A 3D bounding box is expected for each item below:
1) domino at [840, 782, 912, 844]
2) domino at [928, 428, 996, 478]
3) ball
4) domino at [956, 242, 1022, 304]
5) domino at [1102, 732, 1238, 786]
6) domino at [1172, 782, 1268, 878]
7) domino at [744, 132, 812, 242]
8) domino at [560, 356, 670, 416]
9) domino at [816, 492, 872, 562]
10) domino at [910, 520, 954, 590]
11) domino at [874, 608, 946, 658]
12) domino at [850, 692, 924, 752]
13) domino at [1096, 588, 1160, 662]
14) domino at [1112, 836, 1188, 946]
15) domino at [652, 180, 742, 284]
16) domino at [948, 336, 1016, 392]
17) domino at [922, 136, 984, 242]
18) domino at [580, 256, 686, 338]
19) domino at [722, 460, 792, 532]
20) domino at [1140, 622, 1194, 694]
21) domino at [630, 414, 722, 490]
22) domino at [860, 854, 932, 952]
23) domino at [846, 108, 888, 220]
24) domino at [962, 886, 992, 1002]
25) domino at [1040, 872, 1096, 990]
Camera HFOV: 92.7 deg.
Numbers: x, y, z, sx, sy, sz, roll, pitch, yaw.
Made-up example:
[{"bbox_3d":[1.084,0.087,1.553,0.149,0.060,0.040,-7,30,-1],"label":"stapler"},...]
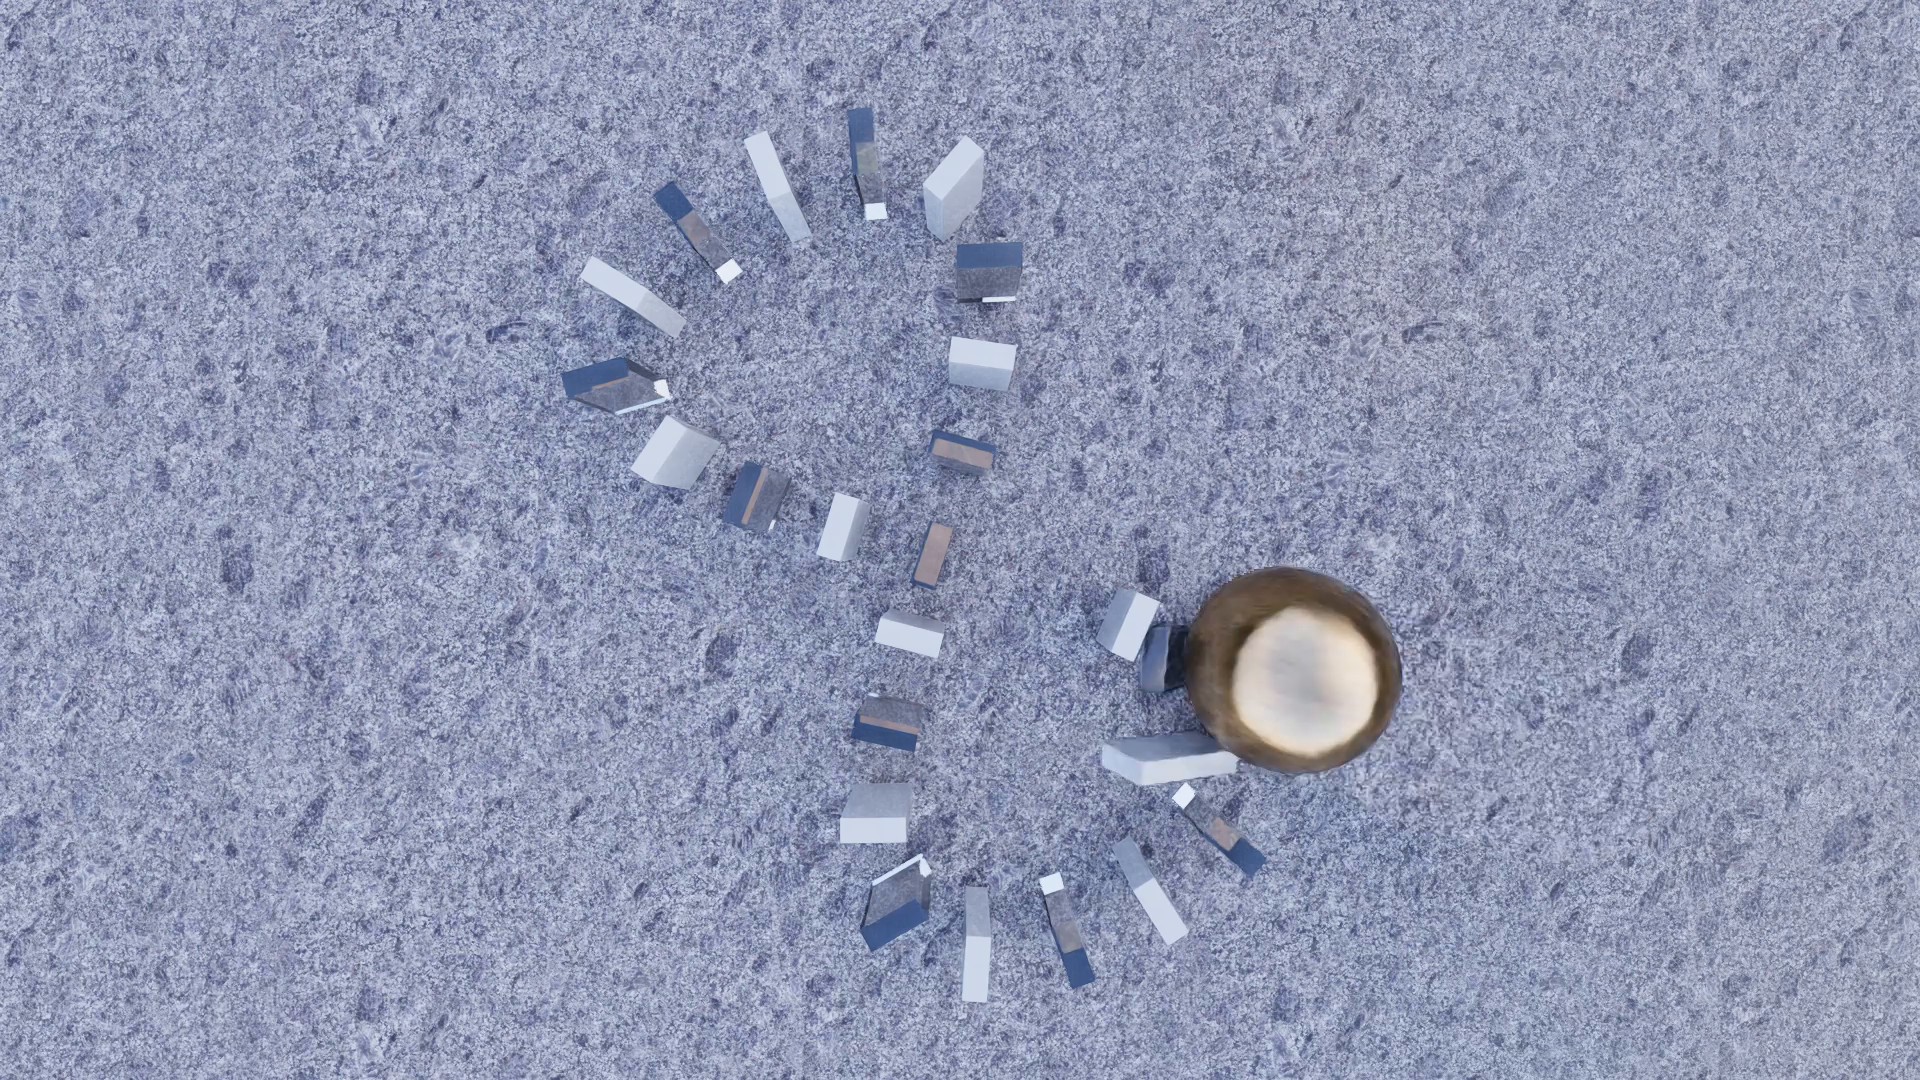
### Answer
[{"bbox_3d":[-0.033,0.111,0.375,0.025,0.050,0.010,-1,90,0],"label":"domino"},{"bbox_3d":[0.001,-0.035,0.375,0.025,0.050,0.009,16,90,0],"label":"domino"},{"bbox_3d":[0.129,0.051,0.360,0.080,0.080,0.080,0,90,0],"label":"ball"},{"bbox_3d":[0.011,-0.109,0.375,0.025,0.050,0.009,-2,90,0],"label":"domino"},{"bbox_3d":[0.087,0.089,0.377,0.050,0.025,0.009,1,96,-29],"label":"domino"},{"bbox_3d":[0.105,0.117,0.375,0.025,0.050,0.010,40,90,0],"label":"domino"},{"bbox_3d":[-0.074,-0.143,0.375,0.010,0.050,0.025,-22,90,0],"label":"domino"},{"bbox_3d":[-0.139,-0.062,0.375,0.025,0.050,0.010,-16,90,0],"label":"domino"},{"bbox_3d":[-0.047,-0.005,0.375,0.009,0.050,0.025,17,90,0],"label":"domino"},{"bbox_3d":[-0.011,0.006,0.375,0.010,0.050,0.025,18,90,0],"label":"domino"},{"bbox_3d":[-0.019,0.037,0.375,0.025,0.050,0.010,15,90,0],"label":"domino"},{"bbox_3d":[-0.029,0.074,0.375,0.025,0.050,0.010,13,90,0],"label":"domino"},{"bbox_3d":[0.068,0.034,0.375,0.009,0.050,0.025,24,90,2],"label":"domino"},{"bbox_3d":[0.077,0.142,0.375,0.009,0.050,0.025,-32,90,0],"label":"domino"},{"bbox_3d":[-0.106,-0.125,0.375,0.009,0.050,0.025,-36,90,0],"label":"domino"},{"bbox_3d":[0.009,-0.071,0.375,0.025,0.050,0.010,8,90,0],"label":"domino"},{"bbox_3d":[-0.002,-0.142,0.375,0.009,0.050,0.025,41,90,0],"label":"domino"},{"bbox_3d":[-0.132,-0.098,0.375,0.025,0.050,0.010,31,90,0],"label":"domino"},{"bbox_3d":[-0.082,-0.017,0.375,0.009,0.050,0.025,22,90,0],"label":"domino"},{"bbox_3d":[0.087,0.047,0.376,0.010,0.050,0.025,6,90,29],"label":"domino"},{"bbox_3d":[-0.115,-0.035,0.375,0.010,0.050,0.025,34,90,0],"label":"domino"},{"bbox_3d":[-0.025,0.147,0.375,0.025,0.050,0.009,-30,90,0],"label":"domino"},{"bbox_3d":[-0.037,-0.153,0.375,0.010,0.050,0.025,-5,90,0],"label":"domino"},{"bbox_3d":[0.006,0.164,0.375,0.009,0.050,0.025,4,90,0],"label":"domino"},{"bbox_3d":[0.043,0.158,0.375,0.010,0.050,0.025,-20,90,0],"label":"domino"}]
